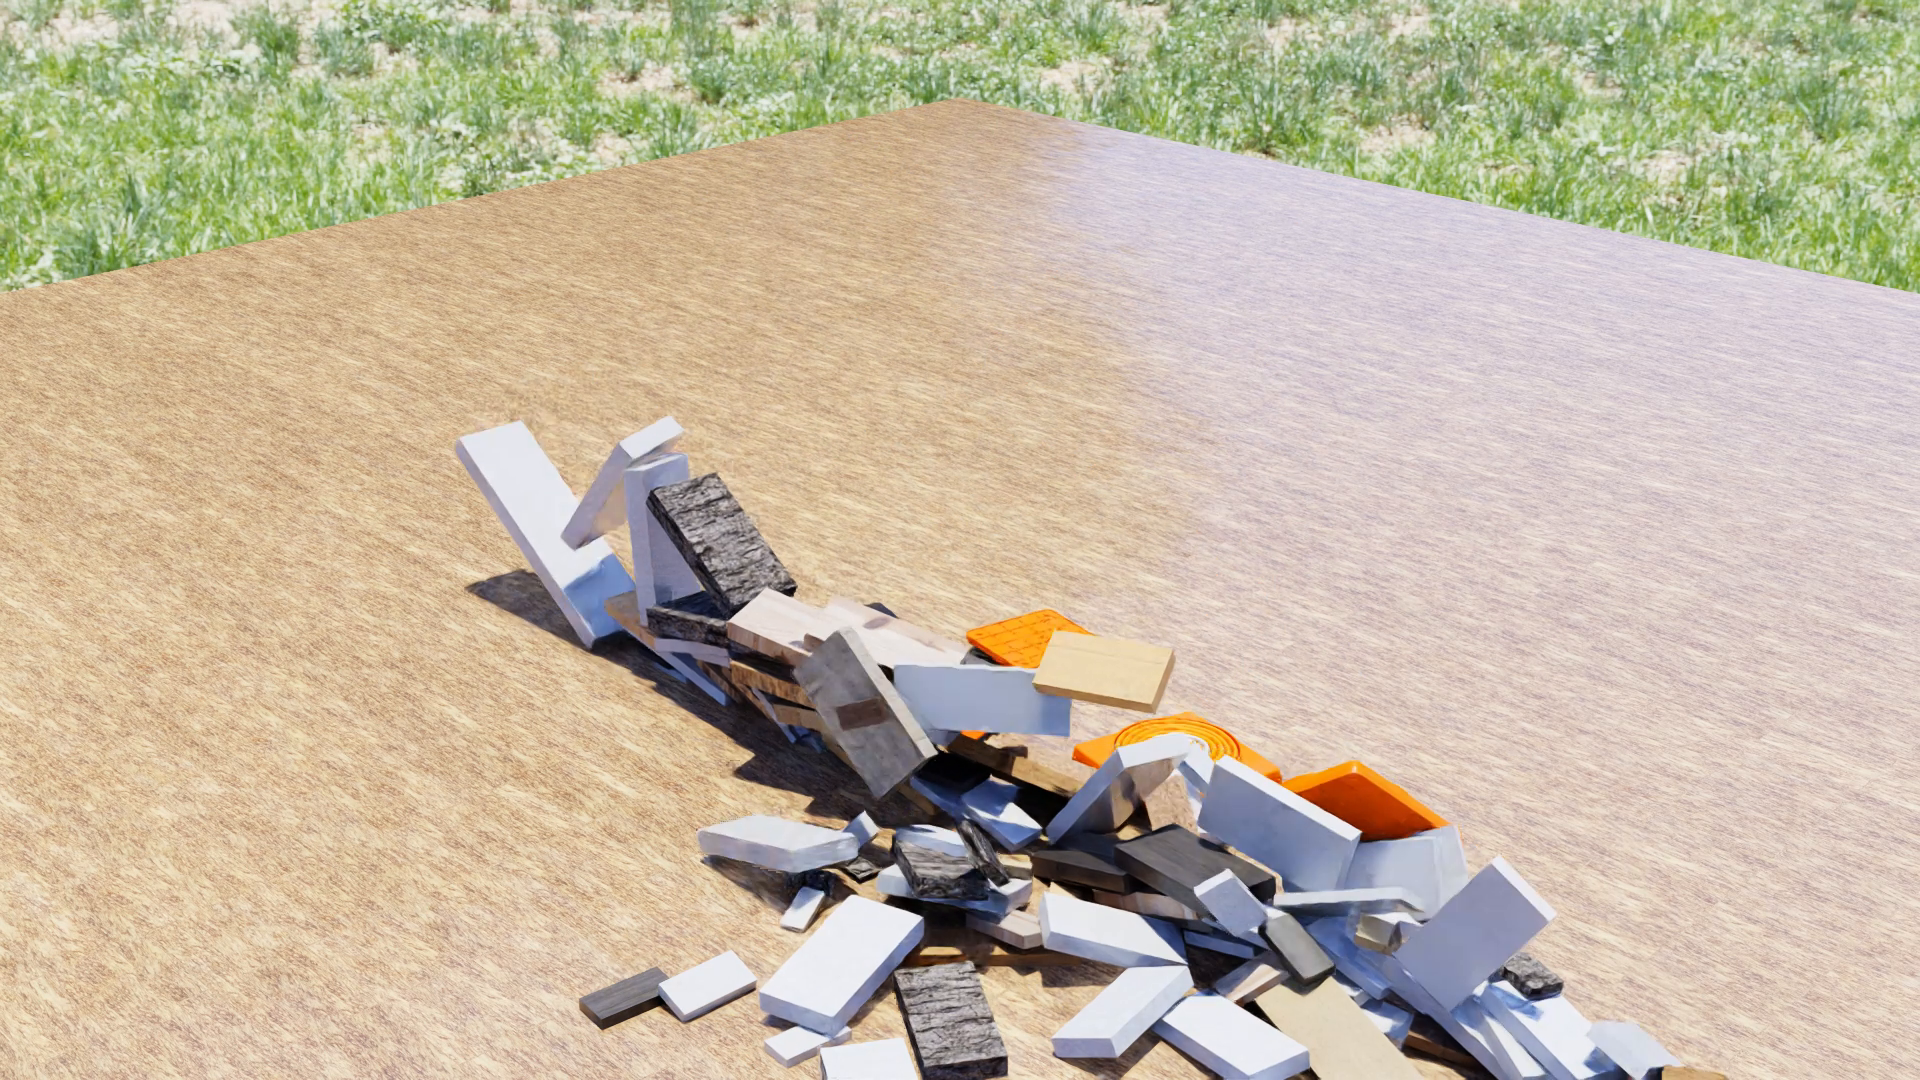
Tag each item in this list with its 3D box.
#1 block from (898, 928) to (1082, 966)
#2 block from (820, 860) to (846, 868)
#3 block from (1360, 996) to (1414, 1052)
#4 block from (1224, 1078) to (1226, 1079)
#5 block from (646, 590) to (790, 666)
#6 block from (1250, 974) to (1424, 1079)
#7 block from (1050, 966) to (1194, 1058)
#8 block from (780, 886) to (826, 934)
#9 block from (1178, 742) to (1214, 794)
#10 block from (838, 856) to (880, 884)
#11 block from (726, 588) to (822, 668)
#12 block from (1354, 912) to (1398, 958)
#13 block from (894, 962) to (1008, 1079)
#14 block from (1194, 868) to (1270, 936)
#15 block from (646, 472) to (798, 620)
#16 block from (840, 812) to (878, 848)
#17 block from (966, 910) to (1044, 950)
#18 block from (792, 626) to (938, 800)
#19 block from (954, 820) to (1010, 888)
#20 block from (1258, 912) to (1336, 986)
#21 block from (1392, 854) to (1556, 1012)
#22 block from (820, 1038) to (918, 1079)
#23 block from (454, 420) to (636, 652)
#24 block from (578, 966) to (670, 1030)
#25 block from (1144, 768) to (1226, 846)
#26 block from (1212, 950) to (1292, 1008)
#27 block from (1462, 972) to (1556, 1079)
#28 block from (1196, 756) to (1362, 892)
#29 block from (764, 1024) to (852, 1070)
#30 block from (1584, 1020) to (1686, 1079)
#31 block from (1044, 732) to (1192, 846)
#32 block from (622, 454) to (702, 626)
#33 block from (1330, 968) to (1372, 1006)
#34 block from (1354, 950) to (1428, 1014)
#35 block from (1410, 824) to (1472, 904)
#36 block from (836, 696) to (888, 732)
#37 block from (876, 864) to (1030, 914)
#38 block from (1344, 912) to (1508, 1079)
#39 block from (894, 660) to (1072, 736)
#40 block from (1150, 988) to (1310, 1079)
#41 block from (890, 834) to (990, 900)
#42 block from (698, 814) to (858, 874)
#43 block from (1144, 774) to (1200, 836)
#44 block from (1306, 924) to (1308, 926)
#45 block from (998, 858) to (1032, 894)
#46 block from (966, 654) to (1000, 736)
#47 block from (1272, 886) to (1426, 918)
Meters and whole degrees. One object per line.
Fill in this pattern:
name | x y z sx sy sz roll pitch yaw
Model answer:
block | 0.052 0.739 3.989 0.331 0.024 0.085 0 23 -1
block | -0.281 0.617 4.199 0.116 0.016 0.058 -3 -12 14
block | 0.715 0.824 3.790 0.155 0.022 0.077 20 30 39
block | 0.509 0.936 3.525 0.079 0.022 0.248 -7 24 -16
block | -0.461 0.185 4.775 0.174 0.049 0.533 -17 17 -38
block | 0.628 0.838 3.676 0.130 0.037 0.509 -29 29 -8
block | 0.279 0.805 3.758 0.127 0.036 0.255 -11 12 40
block | -0.292 0.688 4.088 0.048 0.014 0.096 10 41 21
block | 0.511 0.489 4.390 0.175 0.025 0.088 44 28 5
block | -0.204 0.632 4.254 0.049 0.014 0.097 -18 29 -36
block | -0.303 0.204 4.497 0.315 0.042 0.148 22 36 20
block | 0.746 0.688 3.773 0.131 0.019 0.066 18 32 10
block | -0.018 0.825 3.766 0.142 0.040 0.283 -5 23 -11
block | 0.468 0.625 3.787 0.071 0.142 0.020 -31 39 13
block | -0.526 0.010 4.847 0.174 0.049 0.348 -17 59 -39
block | -0.202 0.578 4.341 0.014 0.049 0.097 -39 -1 36
block | 0.096 0.702 3.996 0.085 0.024 0.170 -6 10 -36
block | -0.185 0.332 4.232 0.302 0.151 0.043 55 33 13
block | 0.041 0.566 3.956 0.025 0.176 0.088 -31 65 2
block | 0.582 0.708 3.809 0.066 0.019 0.131 -19 46 -25
block | 0.842 0.647 3.608 0.130 0.260 0.037 47 34 15
block | -0.132 0.913 3.557 0.142 0.040 0.283 -5 24 -12
block | -0.976 -0.017 5.296 0.180 0.051 0.645 -20 63 -39
block | -0.577 0.800 3.845 0.158 0.022 0.079 -17 28 -35
block | 0.425 0.515 4.374 0.122 0.035 0.245 4 33 -39
block | 0.513 0.763 3.830 0.134 0.019 0.067 -30 29 -8
block | 0.919 0.807 3.626 0.116 0.033 0.232 1 33 -19
block | 0.565 0.514 3.919 0.283 0.142 0.040 29 33 27
block | -0.258 0.849 3.735 0.134 0.019 0.067 -17 29 -35
block | 1.086 0.822 3.532 0.107 0.030 0.214 42 12 33
block | 0.297 0.480 4.193 0.142 0.418 0.040 -10 66 -23
block | -0.672 -0.002 4.992 0.051 0.359 0.180 3 16 28
block | 0.646 0.772 3.868 0.179 0.025 0.090 8 22 44
block | 0.765 0.748 3.785 0.077 0.022 0.155 -18 42 -40
block | 0.866 0.598 3.928 0.083 0.166 0.023 -18 -13 24
block | -0.187 0.331 4.191 0.096 0.048 0.014 -14 5 28
block | -0.012 0.649 4.117 0.259 0.037 0.130 6 4 20
block | 0.862 0.795 3.689 0.116 0.033 0.513 -12 38 -34
block | 0.043 0.305 4.238 0.343 0.122 0.035 3 9 3
block | 0.451 0.840 3.697 0.127 0.036 0.263 -14 20 -30
block | -0.041 0.610 4.112 0.130 0.037 0.350 4 4 -10
block | -0.350 0.580 4.210 0.151 0.043 0.302 -8 7 -42
block | 0.413 0.547 4.263 0.083 0.166 0.023 -27 -30 26
block | 0.615 0.722 3.960 0.179 0.025 0.090 -6 15 30
block | 0.078 0.636 4.186 0.121 0.058 0.016 7 26 15
block | -0.025 0.277 4.390 0.295 0.042 0.148 23 37 14
block | 0.672 0.629 3.811 0.267 0.020 0.071 -13 -34 44
